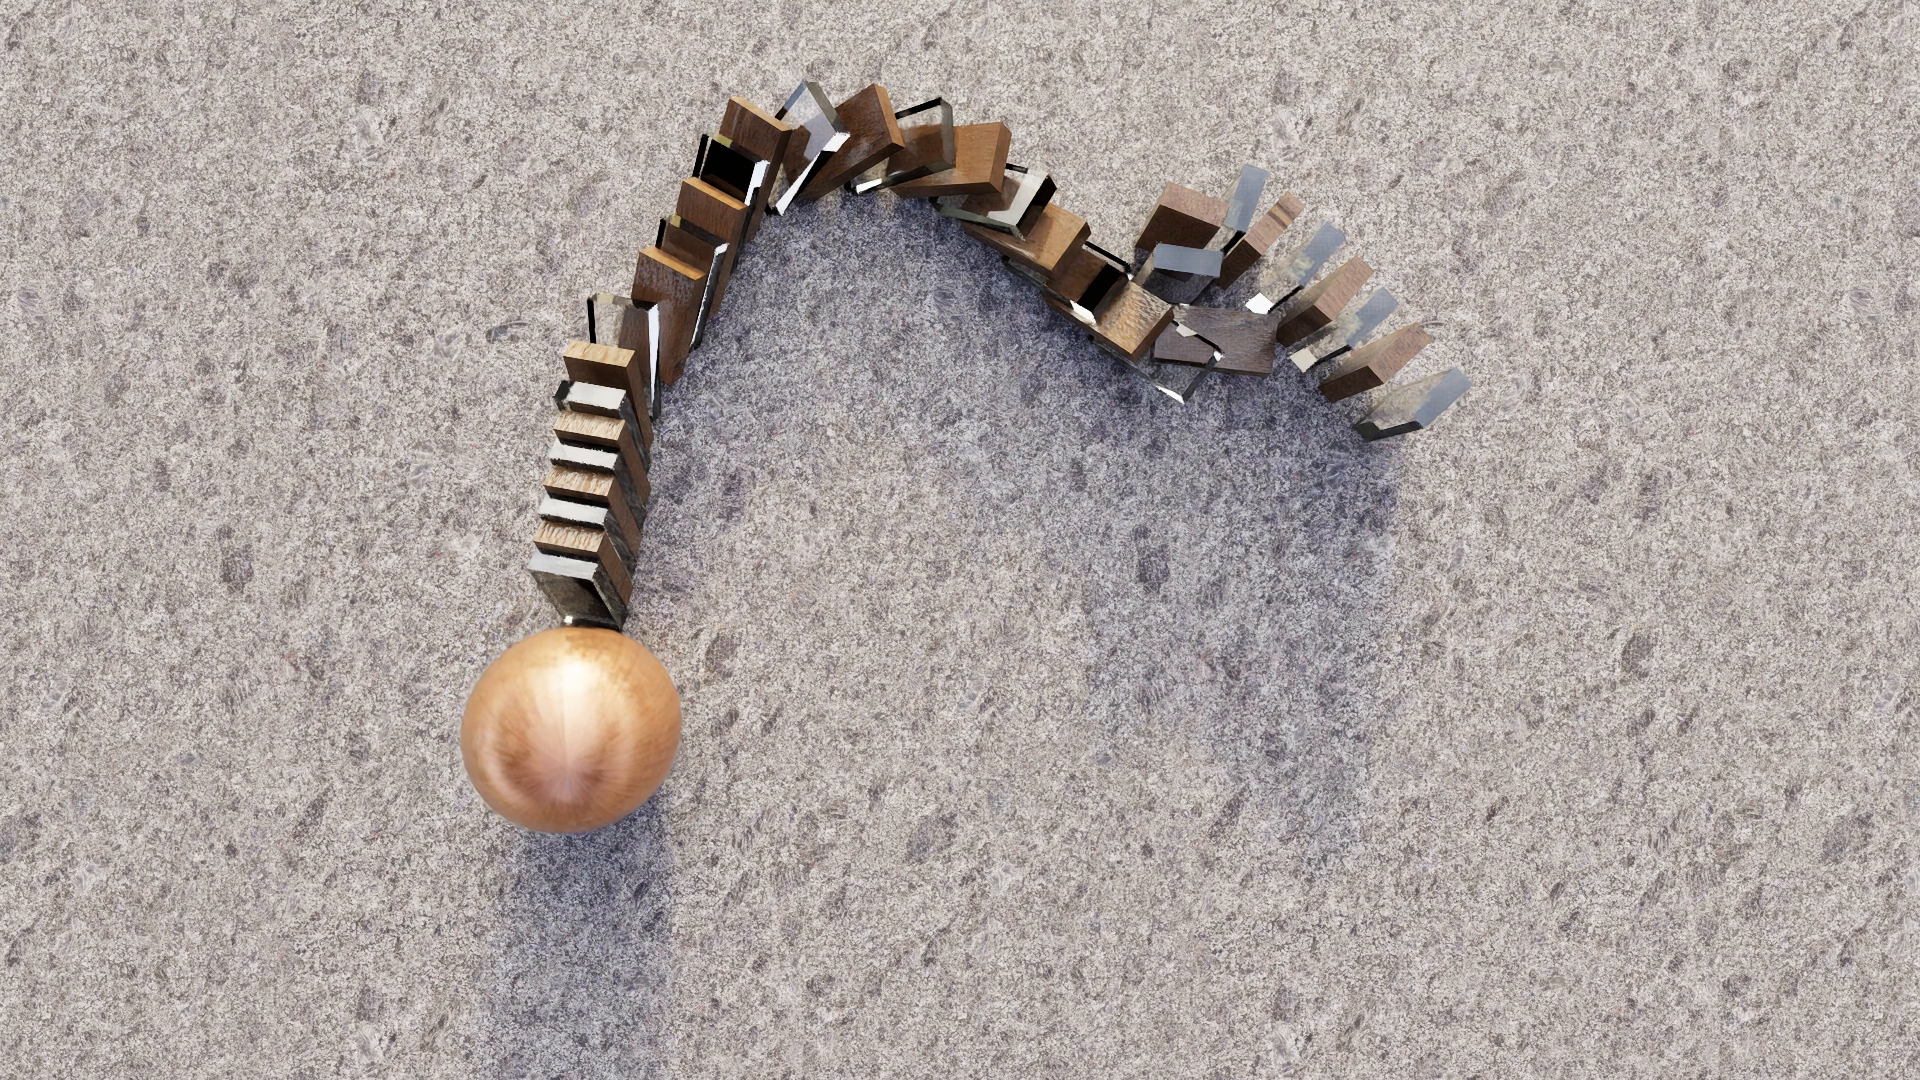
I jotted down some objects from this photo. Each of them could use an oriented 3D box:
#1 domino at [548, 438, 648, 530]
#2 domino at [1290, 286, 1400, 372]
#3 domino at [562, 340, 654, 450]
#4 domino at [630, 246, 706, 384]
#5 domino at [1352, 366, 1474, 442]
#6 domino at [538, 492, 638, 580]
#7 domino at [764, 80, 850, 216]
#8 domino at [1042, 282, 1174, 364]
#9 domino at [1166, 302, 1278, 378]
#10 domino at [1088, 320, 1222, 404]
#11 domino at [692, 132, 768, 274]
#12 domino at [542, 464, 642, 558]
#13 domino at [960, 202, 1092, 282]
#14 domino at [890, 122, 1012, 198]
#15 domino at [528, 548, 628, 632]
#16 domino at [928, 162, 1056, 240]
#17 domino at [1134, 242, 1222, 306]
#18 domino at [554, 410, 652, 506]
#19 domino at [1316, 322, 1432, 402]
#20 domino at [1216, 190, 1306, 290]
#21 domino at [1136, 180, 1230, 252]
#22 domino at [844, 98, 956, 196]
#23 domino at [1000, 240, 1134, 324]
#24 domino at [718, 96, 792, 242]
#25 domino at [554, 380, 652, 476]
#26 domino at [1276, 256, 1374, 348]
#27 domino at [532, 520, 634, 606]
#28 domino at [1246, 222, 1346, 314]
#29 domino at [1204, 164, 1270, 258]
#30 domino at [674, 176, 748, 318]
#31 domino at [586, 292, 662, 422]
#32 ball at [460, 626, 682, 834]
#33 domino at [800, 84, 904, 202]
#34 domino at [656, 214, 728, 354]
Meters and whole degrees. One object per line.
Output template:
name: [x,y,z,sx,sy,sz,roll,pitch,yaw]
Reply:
domino: [-0.147,-0.022,0.376,0.025,0.050,0.009,10,60,0]
domino: [0.156,-0.085,0.375,0.025,0.050,0.009,-43,90,0]
domino: [-0.144,-0.058,0.377,0.025,0.050,0.009,10,52,0]
domino: [-0.124,-0.093,0.381,0.025,0.009,0.050,27,124,0]
domino: [0.184,-0.054,0.375,0.025,0.050,0.009,-42,90,0]
domino: [-0.152,0.000,0.376,0.025,0.050,0.010,10,60,0]
domino: [-0.070,-0.162,0.381,0.050,0.009,0.025,-33,89,36]
domino: [0.062,-0.098,0.385,0.050,0.009,0.025,41,91,25]
domino: [0.110,-0.086,0.395,0.050,0.009,0.025,6,90,0]
domino: [0.081,-0.081,0.384,0.050,0.009,0.025,39,95,25]
domino: [-0.100,-0.139,0.382,0.025,0.010,0.050,30,123,3]
domino: [-0.149,-0.011,0.376,0.025,0.050,0.010,10,60,0]
domino: [0.027,-0.131,0.385,0.050,0.009,0.025,36,90,24]
domino: [-0.004,-0.158,0.382,0.050,0.009,0.025,10,88,32]
domino: [-0.155,0.021,0.376,0.025,0.050,0.010,10,60,0]
domino: [0.013,-0.144,0.382,0.050,0.010,0.025,30,87,34]
domino: [0.087,-0.107,0.375,0.025,0.050,0.010,8,90,0]
domino: [-0.145,-0.032,0.376,0.025,0.050,0.009,10,60,0]
domino: [0.168,-0.072,0.375,0.025,0.050,0.009,-42,90,0]
domino: [0.120,-0.121,0.375,0.009,0.050,0.025,42,90,0]
domino: [0.090,-0.128,0.375,0.025,0.050,0.009,21,90,0]
domino: [-0.026,-0.163,0.383,0.050,0.010,0.025,-3,89,31]
domino: [0.045,-0.115,0.385,0.050,0.009,0.025,38,91,25]
domino: [-0.091,-0.154,0.382,0.025,0.009,0.050,33,123,2]
domino: [-0.145,-0.044,0.376,0.025,0.050,0.010,10,60,0]
domino: [0.147,-0.096,0.375,0.010,0.050,0.025,41,90,0]
domino: [-0.153,0.011,0.376,0.025,0.050,0.009,10,60,0]
domino: [0.136,-0.109,0.375,0.010,0.050,0.025,40,90,0]
domino: [0.109,-0.131,0.375,0.009,0.050,0.025,21,90,0]
domino: [-0.108,-0.121,0.382,0.025,0.009,0.050,28,123,0]
domino: [-0.139,-0.075,0.382,0.025,0.010,0.050,10,123,0]
ball: [-0.151,0.074,0.360,0.080,0.080,0.080,0,90,0]
domino: [-0.049,-0.165,0.384,0.050,0.009,0.025,-18,90,30]
domino: [-0.116,-0.106,0.382,0.025,0.010,0.050,28,124,0]
